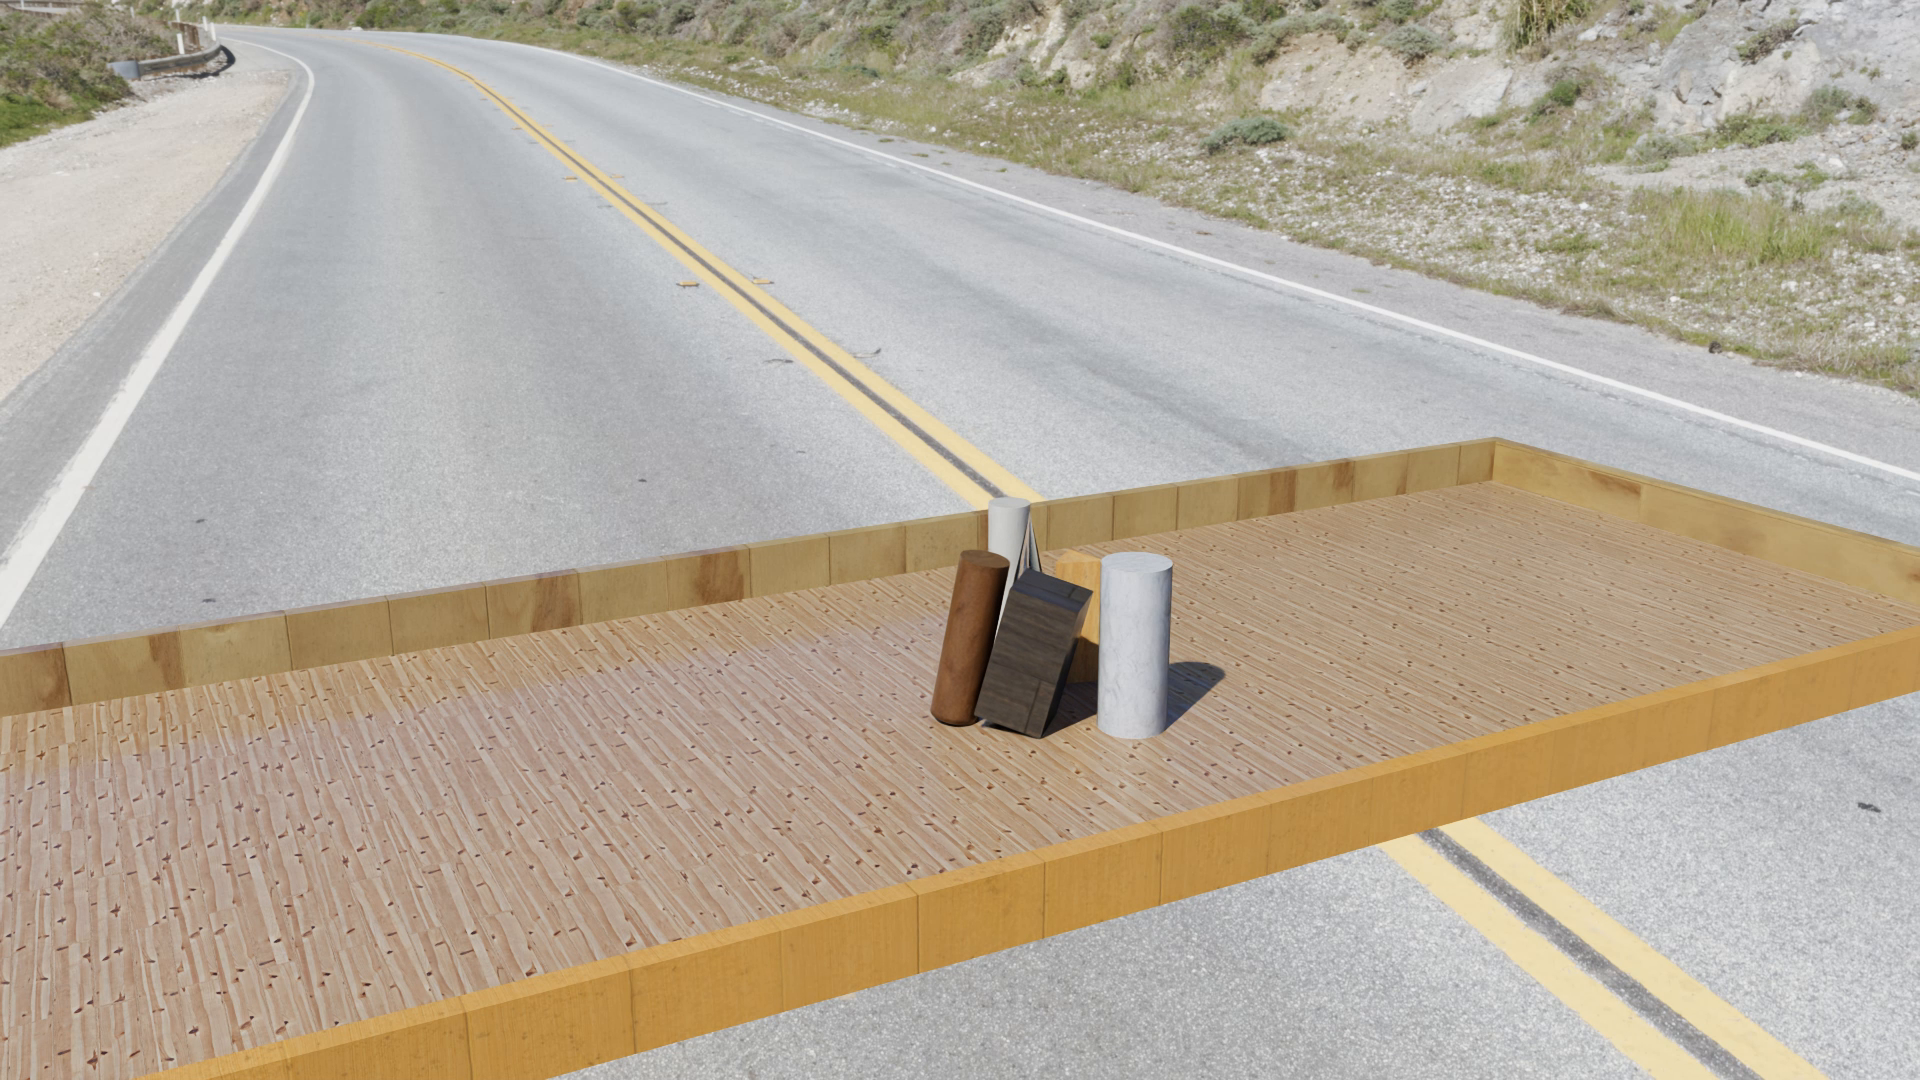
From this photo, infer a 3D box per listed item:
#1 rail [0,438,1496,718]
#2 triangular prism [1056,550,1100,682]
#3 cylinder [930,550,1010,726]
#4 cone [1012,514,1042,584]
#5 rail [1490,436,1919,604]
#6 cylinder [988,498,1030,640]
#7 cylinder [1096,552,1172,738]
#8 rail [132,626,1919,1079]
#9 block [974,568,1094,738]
[{"bbox_3d":[-3.305,0.497,3.399,12.000,0.150,0.050,-9,18,-27],"label":"rail"},{"bbox_3d":[0.285,0.191,4.143,0.121,0.316,0.105,-3,17,-10],"label":"triangular prism"},{"bbox_3d":[0.022,0.228,3.851,0.117,0.396,0.117,10,18,-3],"label":"cylinder"},{"bbox_3d":[0.174,0.129,4.177,0.179,0.417,0.179,0,16,0],"label":"cone"},{"bbox_3d":[2.466,-0.048,5.253,0.050,0.150,2.100,-9,18,-27],"label":"rail"},{"bbox_3d":[0.128,0.097,4.310,0.109,0.403,0.109,0,16,0],"label":"cylinder"},{"bbox_3d":[0.403,0.243,3.819,0.164,0.401,0.164,0,16,0],"label":"cylinder"},{"bbox_3d":[-2.336,1.006,1.665,12.000,0.150,0.050,-9,18,-27],"label":"rail"},{"bbox_3d":[0.171,0.262,3.830,0.165,0.326,0.165,19,20,11],"label":"block"}]
